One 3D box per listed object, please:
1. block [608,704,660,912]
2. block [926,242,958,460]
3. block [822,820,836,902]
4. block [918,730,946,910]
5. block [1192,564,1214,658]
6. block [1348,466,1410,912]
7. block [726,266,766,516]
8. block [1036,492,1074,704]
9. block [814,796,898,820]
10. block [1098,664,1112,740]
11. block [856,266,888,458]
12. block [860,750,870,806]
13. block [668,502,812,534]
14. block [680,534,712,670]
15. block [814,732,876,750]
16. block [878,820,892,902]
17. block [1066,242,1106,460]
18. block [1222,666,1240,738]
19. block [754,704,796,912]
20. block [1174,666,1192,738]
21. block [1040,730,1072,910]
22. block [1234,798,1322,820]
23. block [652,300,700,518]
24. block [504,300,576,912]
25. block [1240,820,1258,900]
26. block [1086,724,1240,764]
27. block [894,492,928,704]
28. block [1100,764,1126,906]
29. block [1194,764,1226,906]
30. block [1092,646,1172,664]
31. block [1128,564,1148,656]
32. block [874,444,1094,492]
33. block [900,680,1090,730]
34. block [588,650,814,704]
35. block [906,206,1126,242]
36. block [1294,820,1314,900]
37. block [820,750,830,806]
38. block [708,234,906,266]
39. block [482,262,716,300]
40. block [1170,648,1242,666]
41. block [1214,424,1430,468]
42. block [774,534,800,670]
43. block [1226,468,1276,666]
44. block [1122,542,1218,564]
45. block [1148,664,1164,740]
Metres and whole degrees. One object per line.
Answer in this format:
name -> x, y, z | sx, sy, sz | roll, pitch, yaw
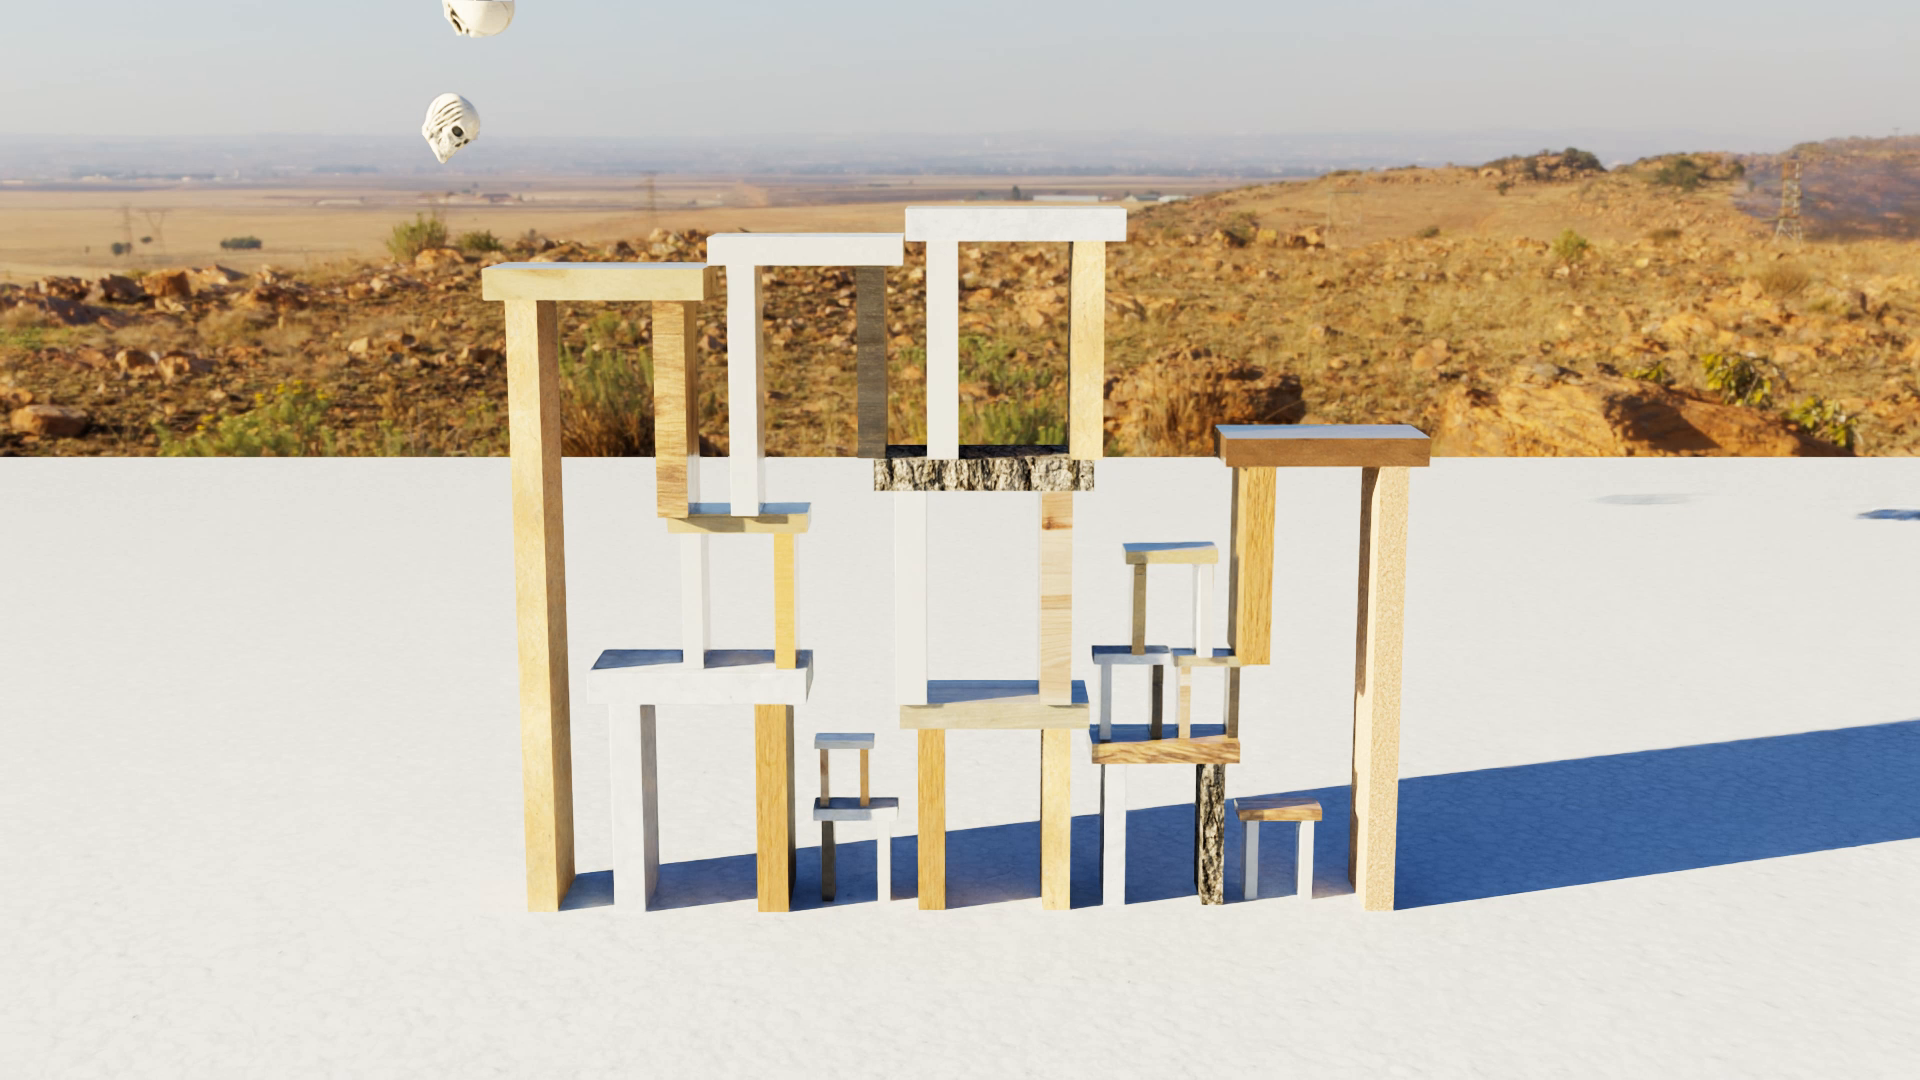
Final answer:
block -> -0.537, 0.419, 3.635 | 0.049, 0.349, 0.175 | 0, 11, 0
block -> -0.027, -0.309, 3.504 | 0.048, 0.340, 0.170 | 0, 11, 0
block -> -0.218, 0.523, 3.653 | 0.020, 0.139, 0.069 | 0, 11, 0
block -> -0.046, 0.440, 3.639 | 0.043, 0.305, 0.153 | 0, 11, 0
block -> 0.395, 0.107, 3.578 | 0.021, 0.156, 0.075 | -1, 11, -3
block -> 0.683, 0.231, 3.598 | 0.045, 0.732, 0.160 | 0, 11, 0
block -> -0.341, -0.245, 3.515 | 0.043, 0.394, 0.151 | 0, 10, -1
block -> 0.153, 0.077, 3.572 | 0.049, 0.346, 0.173 | 0, 11, 0
block -> -0.172, 0.445, 3.638 | 0.139, 0.020, 0.069 | 0, 11, 0
block -> 0.237, 0.258, 3.606 | 0.018, 0.125, 0.063 | 0, 10, -1
block -> -0.139, -0.290, 3.508 | 0.043, 0.302, 0.151 | 0, 11, 0
block -> -0.157, 0.386, 3.632 | 0.014, 0.098, 0.049 | 0, 11, 0
block -> -0.355, -0.036, 3.553 | 0.222, 0.031, 0.111 | 0, 11, 0
block -> -0.429, 0.089, 3.576 | 0.031, 0.222, 0.111 | 0, 11, 0
block -> -0.190, 0.331, 3.622 | 0.098, 0.014, 0.049 | 0, 11, 0
block -> -0.125, 0.523, 3.653 | 0.020, 0.139, 0.069 | 0, 11, 0
block -> 0.200, -0.309, 3.503 | 0.048, 0.340, 0.170 | 0, 11, 0
block -> 0.446, 0.260, 3.612 | 0.017, 0.120, 0.060 | 0, 10, -1
block -> -0.304, 0.419, 3.635 | 0.049, 0.349, 0.175 | 0, 11, 0
block -> 0.366, 0.260, 3.611 | 0.017, 0.120, 0.060 | 0, 11, -1
block -> 0.157, 0.440, 3.640 | 0.043, 0.305, 0.153 | 0, 11, 0
block -> 0.527, 0.446, 3.647 | 0.136, 0.019, 0.068 | 0, 11, 0
block -> -0.452, -0.219, 3.515 | 0.048, 0.341, 0.171 | 0, 11, 0
block -> -0.680, 0.102, 3.576 | 0.048, 0.994, 0.171 | 0, 11, 0
block -> 0.482, 0.522, 3.661 | 0.019, 0.136, 0.068 | 0, 11, 0
block -> 0.333, 0.336, 3.625 | 0.241, 0.034, 0.121 | 0, 11, -1
block -> -0.078, 0.078, 3.571 | 0.049, 0.346, 0.173 | 0, 11, 0
block -> 0.253, 0.471, 3.651 | 0.034, 0.241, 0.121 | 0, 11, 0
block -> 0.414, 0.471, 3.651 | 0.034, 0.241, 0.121 | 0, 11, 0
block -> 0.279, 0.188, 3.593 | 0.125, 0.018, 0.063 | 0, 10, -1
block -> 0.288, 0.106, 3.575 | 0.021, 0.149, 0.075 | 0, 10, -1
block -> 0.038, -0.117, 3.535 | 0.346, 0.049, 0.173 | 0, 11, 0
block -> 0.055, 0.269, 3.608 | 0.305, 0.043, 0.153 | 0, 11, 0
block -> -0.420, 0.223, 3.598 | 0.349, 0.049, 0.175 | 0, 11, 0
block -> 0.086, -0.500, 3.468 | 0.340, 0.048, 0.170 | 0, 11, 0
block -> 0.572, 0.522, 3.661 | 0.019, 0.136, 0.068 | 0, 11, 0
block -> -0.222, 0.386, 3.632 | 0.014, 0.098, 0.049 | 0, 11, 0
block -> -0.240, -0.460, 3.475 | 0.302, 0.043, 0.151 | 0, 11, 0
block -> -0.567, -0.410, 3.480 | 0.341, 0.048, 0.171 | 0, 11, 1
block -> 0.407, 0.192, 3.600 | 0.120, 0.017, 0.060 | 0, 10, -1
block -> 0.577, -0.152, 3.527 | 0.320, 0.045, 0.160 | 0, 11, 0
block -> -0.281, 0.089, 3.576 | 0.031, 0.222, 0.111 | 0, 11, 0
block -> 0.471, 0.028, 3.562 | 0.045, 0.320, 0.160 | 0, 10, -2
block -> 0.340, 0.021, 3.560 | 0.149, 0.021, 0.075 | -1, 10, -1
block -> 0.321, 0.258, 3.606 | 0.018, 0.125, 0.063 | 0, 10, -1
